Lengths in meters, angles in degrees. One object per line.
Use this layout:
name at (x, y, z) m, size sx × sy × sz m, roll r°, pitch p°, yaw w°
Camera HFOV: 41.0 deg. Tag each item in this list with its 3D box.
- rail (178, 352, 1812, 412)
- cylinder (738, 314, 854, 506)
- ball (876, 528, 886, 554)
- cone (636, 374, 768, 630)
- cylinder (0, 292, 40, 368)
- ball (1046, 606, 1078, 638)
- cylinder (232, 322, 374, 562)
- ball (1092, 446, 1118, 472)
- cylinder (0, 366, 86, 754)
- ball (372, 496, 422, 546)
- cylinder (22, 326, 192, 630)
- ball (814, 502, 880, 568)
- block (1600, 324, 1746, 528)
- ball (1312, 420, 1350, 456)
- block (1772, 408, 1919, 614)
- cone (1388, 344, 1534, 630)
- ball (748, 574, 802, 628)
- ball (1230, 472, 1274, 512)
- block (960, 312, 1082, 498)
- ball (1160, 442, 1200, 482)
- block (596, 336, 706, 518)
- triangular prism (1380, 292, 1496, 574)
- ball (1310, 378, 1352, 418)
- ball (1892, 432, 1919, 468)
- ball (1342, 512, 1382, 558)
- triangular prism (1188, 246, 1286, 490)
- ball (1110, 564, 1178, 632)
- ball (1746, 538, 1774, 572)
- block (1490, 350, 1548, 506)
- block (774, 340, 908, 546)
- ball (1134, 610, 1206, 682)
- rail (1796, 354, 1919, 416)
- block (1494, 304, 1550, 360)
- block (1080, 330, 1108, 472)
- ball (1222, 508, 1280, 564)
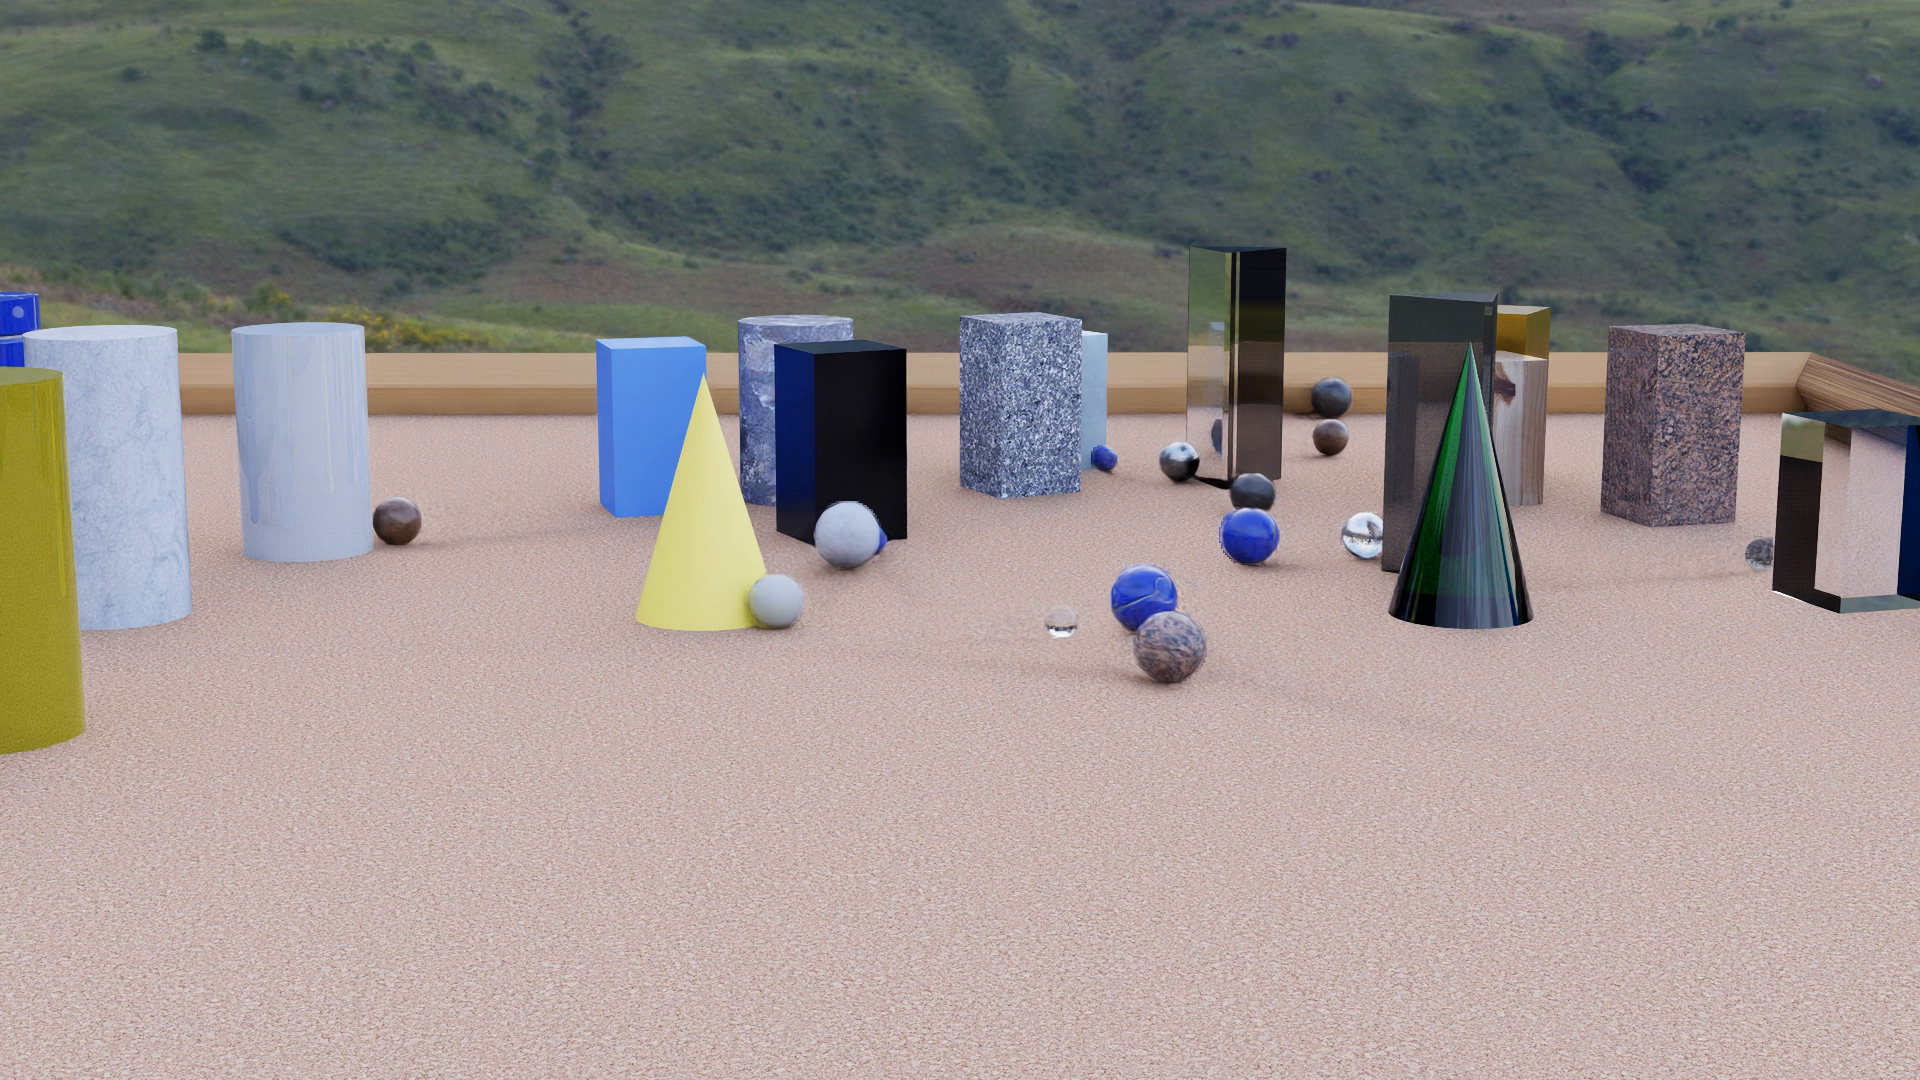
rail at (-0.011, -0.327, 5.382) m, size 3.613 × 0.125 × 0.045 m, roll 0°, pitch 11°, yaw 0°
cylinder at (-0.276, -0.220, 4.333) m, size 0.193 × 0.301 × 0.193 m, roll 0°, pitch 11°, yaw 0°
ball at (-0.132, -0.001, 3.857) m, size 0.044 × 0.044 × 0.044 m, roll 0°, pitch 11°, yaw 0°
cone at (-0.337, -0.060, 3.401) m, size 0.193 × 0.326 × 0.193 m, roll 0°, pitch 11°, yaw 0°
cylinder at (-1.445, -0.162, 3.776) m, size 0.193 × 0.391 × 0.193 m, roll 0°, pitch 11°, yaw 0°
ball at (0.130, 0.105, 3.292) m, size 0.042 × 0.042 × 0.042 m, roll 0°, pitch 11°, yaw 0°
cylinder at (-0.988, -0.150, 3.859) m, size 0.193 × 0.336 × 0.193 m, roll 0°, pitch 11°, yaw 0°
ball at (0.262, -0.146, 4.634) m, size 0.045 × 0.045 × 0.045 m, roll 0°, pitch 11°, yaw 0°
cylinder at (-1.064, 0.019, 2.789) m, size 0.193 × 0.394 × 0.193 m, roll 0°, pitch 11°, yaw 0°
ball at (-0.861, -0.029, 3.925) m, size 0.075 × 0.075 × 0.075 m, roll 0°, pitch 11°, yaw 0°
cylinder at (-1.128, -0.087, 3.402) m, size 0.193 × 0.378 × 0.193 m, roll 0°, pitch 11°, yaw 0°
ball at (-0.165, -0.006, 3.740) m, size 0.096 × 0.096 × 0.096 m, roll 0°, pitch 11°, yaw 0°
block at (1.150, -0.188, 4.145) m, size 0.154 × 0.305 × 0.154 m, roll -3°, pitch 11°, yaw -16°
ball at (0.697, -0.193, 4.823) m, size 0.068 × 0.068 × 0.068 m, roll 0°, pitch 11°, yaw 0°
block at (1.230, -0.042, 3.510) m, size 0.154 × 0.251 × 0.154 m, roll -3°, pitch 11°, yaw -17°
cone at (0.671, -0.082, 3.407) m, size 0.193 × 0.367 × 0.193 m, roll 0°, pitch 11°, yaw 0°
ball at (-0.241, 0.080, 3.347) m, size 0.071 × 0.071 × 0.071 m, roll 0°, pitch 11°, yaw 0°
ball at (0.475, -0.074, 4.167) m, size 0.073 × 0.073 × 0.073 m, roll 0°, pitch 11°, yaw 0°
block at (0.103, -0.235, 4.421) m, size 0.154 × 0.297 × 0.154 m, roll -5°, pitch 12°, yaw -27°
ball at (0.387, -0.138, 4.524) m, size 0.070 × 0.070 × 0.070 m, roll 0°, pitch 11°, yaw 0°
block at (-0.509, -0.189, 4.236) m, size 0.154 × 0.275 × 0.154 m, roll -3°, pitch 11°, yaw -17°
triangular prism at (0.723, -0.152, 3.692) m, size 0.167 × 0.401 × 0.145 m, roll 10°, pitch 15°, yaw 44°
ball at (0.771, -0.296, 5.330) m, size 0.085 × 0.085 × 0.085 m, roll 0°, pitch 11°, yaw 0°
ball at (1.730, -0.162, 4.664) m, size 0.066 × 0.066 × 0.066 m, roll 0°, pitch 11°, yaw 0°
ball at (0.603, -0.007, 3.824) m, size 0.069 × 0.069 × 0.069 m, roll 0°, pitch 11°, yaw 0°
triangular prism at (0.460, -0.308, 4.512) m, size 0.145 × 0.409 × 0.167 m, roll 9°, pitch 14°, yaw 41°
ball at (0.237, 0.076, 3.319) m, size 0.088 × 0.088 × 0.088 m, roll 0°, pitch 11°, yaw 0°
ball at (1.166, 0.021, 3.726) m, size 0.048 × 0.048 × 0.048 m, roll 0°, pitch 11°, yaw 0°
block at (0.877, -0.188, 4.319) m, size 0.154 × 0.242 × 0.154 m, roll -3°, pitch 11°, yaw -18°
block at (-0.186, -0.153, 3.987) m, size 0.154 × 0.296 × 0.154 m, roll -5°, pitch 12°, yaw -27°
ball at (0.249, 0.127, 3.054) m, size 0.086 × 0.086 × 0.086 m, roll 0°, pitch 11°, yaw 0°
rail at (1.783, 0.030, 3.459) m, size 0.045 × 0.125 × 3.979 m, roll 0°, pitch 11°, yaw 0°
block at (0.943, -0.259, 4.546) m, size 0.154 × 0.300 × 0.154 m, roll 6°, pitch 12°, yaw 27°
block at (0.158, -0.255, 4.670) m, size 0.154 × 0.245 × 0.154 m, roll -8°, pitch 13°, yaw -36°
ball at (0.427, -0.006, 3.774) m, size 0.084 × 0.084 × 0.084 m, roll 0°, pitch 11°, yaw 0°
